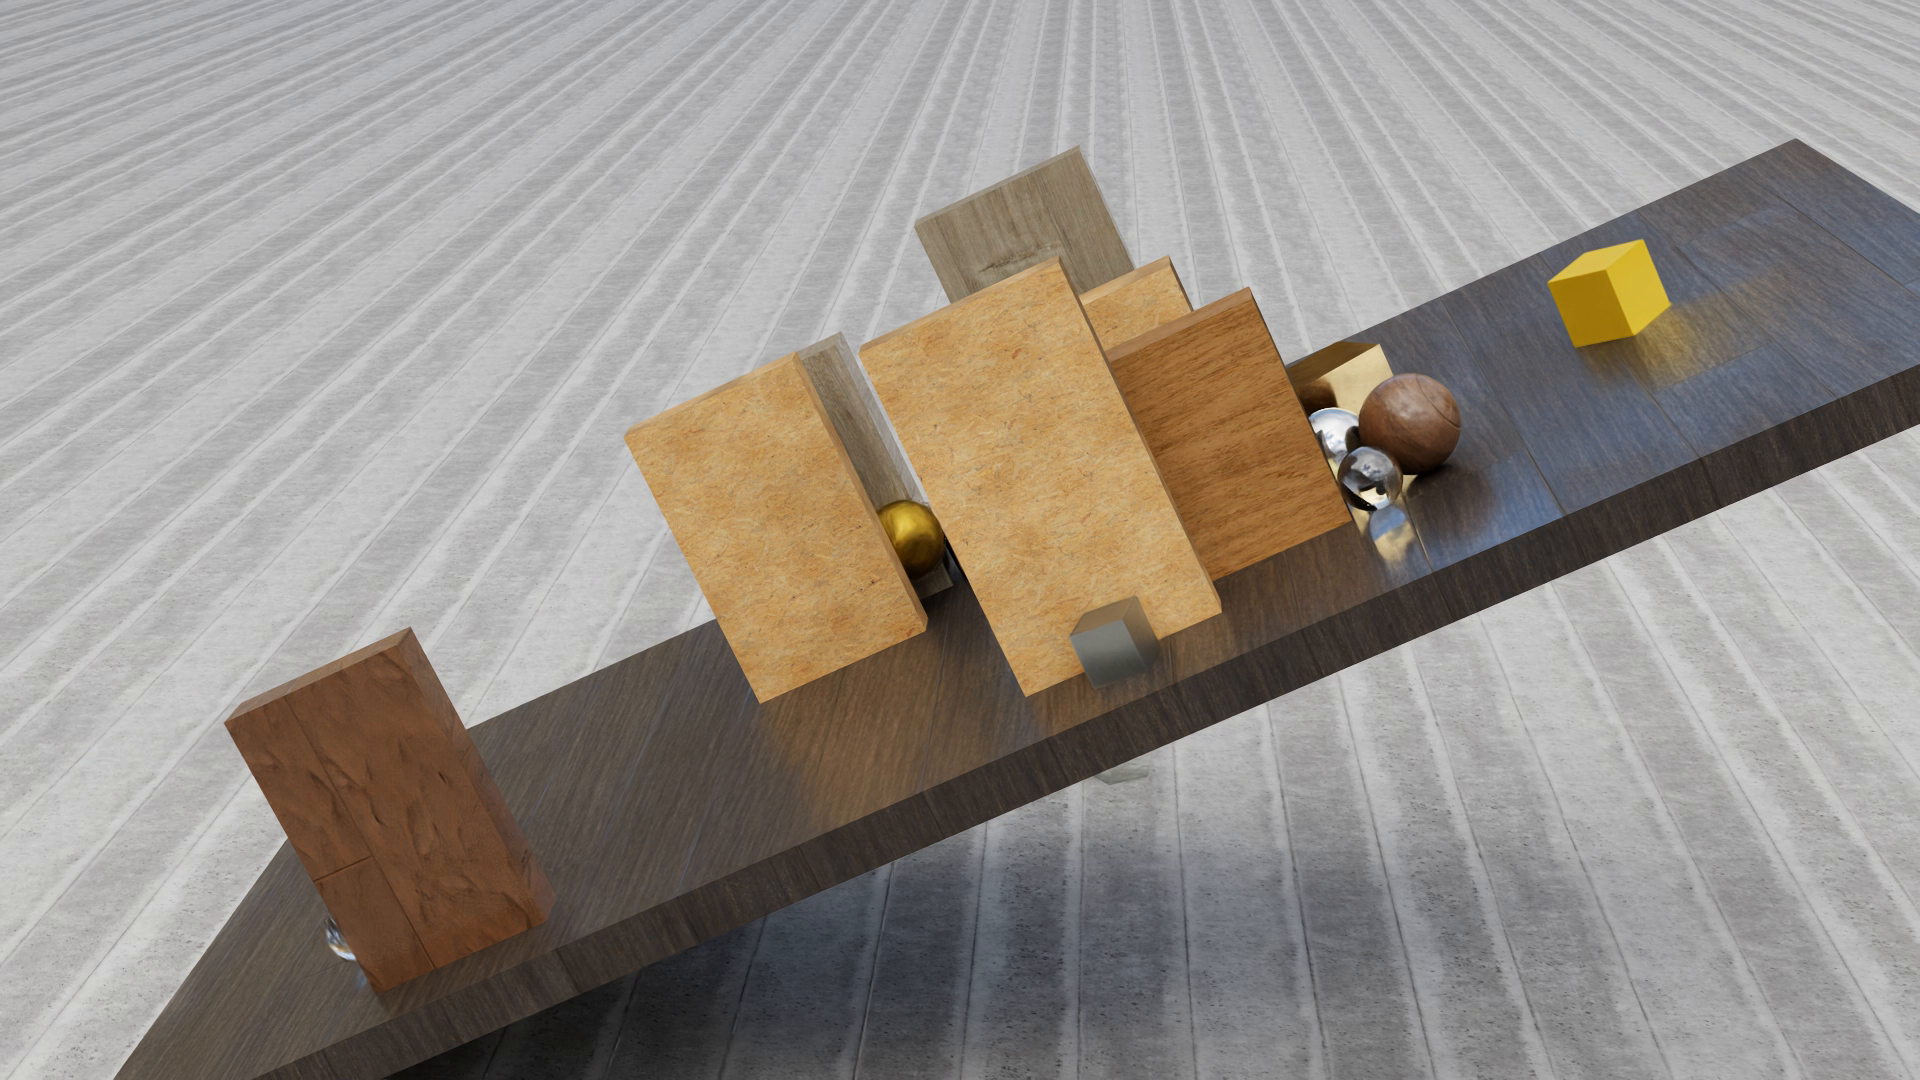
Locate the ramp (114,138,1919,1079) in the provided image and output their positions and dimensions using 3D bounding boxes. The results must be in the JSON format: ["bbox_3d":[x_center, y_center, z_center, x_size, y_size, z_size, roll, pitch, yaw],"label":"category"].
[{"bbox_3d":[0.135,0.169,6.282,4.000,0.100,2.000,-24,13,9],"label":"ramp"}]

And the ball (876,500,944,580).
[{"bbox_3d":[-0.125,0.002,6.488,0.180,0.180,0.180,0,16,0],"label":"ball"}]

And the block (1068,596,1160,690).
[{"bbox_3d":[0.287,0.190,5.445,0.112,0.112,0.112,-20,14,24],"label":"block"}]

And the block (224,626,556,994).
[{"bbox_3d":[-1.090,0.523,5.653,0.374,0.611,0.117,-24,13,9],"label":"block"}]

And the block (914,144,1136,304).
[{"bbox_3d":[0.237,-0.534,7.047,0.431,0.698,0.098,-24,13,9],"label":"block"}]

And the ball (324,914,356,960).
[{"bbox_3d":[-1.218,0.786,5.946,0.129,0.129,0.129,0,16,0],"label":"ball"}]

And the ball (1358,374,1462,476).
[{"bbox_3d":[0.878,-0.226,5.744,0.200,0.200,0.200,0,16,0],"label":"ball"}]

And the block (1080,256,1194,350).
[{"bbox_3d":[0.429,-0.383,6.692,0.295,0.429,0.145,-24,13,9],"label":"block"}]

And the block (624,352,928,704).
[{"bbox_3d":[-0.393,-0.024,6.352,0.401,0.657,0.094,-24,13,9],"label":"block"}]

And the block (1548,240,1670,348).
[{"bbox_3d":[1.340,-0.509,6.076,0.151,0.151,0.151,-36,17,-37],"label":"block"}]

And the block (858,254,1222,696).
[{"bbox_3d":[0.154,-0.115,5.506,0.407,0.731,0.083,-24,13,9],"label":"block"}]

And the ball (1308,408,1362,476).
[{"bbox_3d":[0.745,-0.177,5.866,0.173,0.173,0.173,0,16,0],"label":"ball"}]

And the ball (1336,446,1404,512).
[{"bbox_3d":[0.789,-0.119,5.659,0.127,0.127,0.127,0,16,0],"label":"ball"}]

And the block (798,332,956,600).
[{"bbox_3d":[-0.262,-0.130,6.628,0.270,0.606,0.149,-24,13,9],"label":"block"}]

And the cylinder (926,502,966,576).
[{"bbox_3d":[0.049,-0.043,6.632,0.186,0.186,0.186,-27,19,-3],"label":"cylinder"}]

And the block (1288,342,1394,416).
[{"bbox_3d":[0.784,-0.275,6.109,0.201,0.201,0.201,-29,13,-13],"label":"block"}]

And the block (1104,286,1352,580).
[{"bbox_3d":[0.485,-0.188,5.721,0.386,0.480,0.126,-24,13,9],"label":"block"}]

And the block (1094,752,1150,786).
[{"bbox_3d":[0.422,0.569,7.939,0.130,0.130,0.130,-9,18,-29],"label":"block"}]
